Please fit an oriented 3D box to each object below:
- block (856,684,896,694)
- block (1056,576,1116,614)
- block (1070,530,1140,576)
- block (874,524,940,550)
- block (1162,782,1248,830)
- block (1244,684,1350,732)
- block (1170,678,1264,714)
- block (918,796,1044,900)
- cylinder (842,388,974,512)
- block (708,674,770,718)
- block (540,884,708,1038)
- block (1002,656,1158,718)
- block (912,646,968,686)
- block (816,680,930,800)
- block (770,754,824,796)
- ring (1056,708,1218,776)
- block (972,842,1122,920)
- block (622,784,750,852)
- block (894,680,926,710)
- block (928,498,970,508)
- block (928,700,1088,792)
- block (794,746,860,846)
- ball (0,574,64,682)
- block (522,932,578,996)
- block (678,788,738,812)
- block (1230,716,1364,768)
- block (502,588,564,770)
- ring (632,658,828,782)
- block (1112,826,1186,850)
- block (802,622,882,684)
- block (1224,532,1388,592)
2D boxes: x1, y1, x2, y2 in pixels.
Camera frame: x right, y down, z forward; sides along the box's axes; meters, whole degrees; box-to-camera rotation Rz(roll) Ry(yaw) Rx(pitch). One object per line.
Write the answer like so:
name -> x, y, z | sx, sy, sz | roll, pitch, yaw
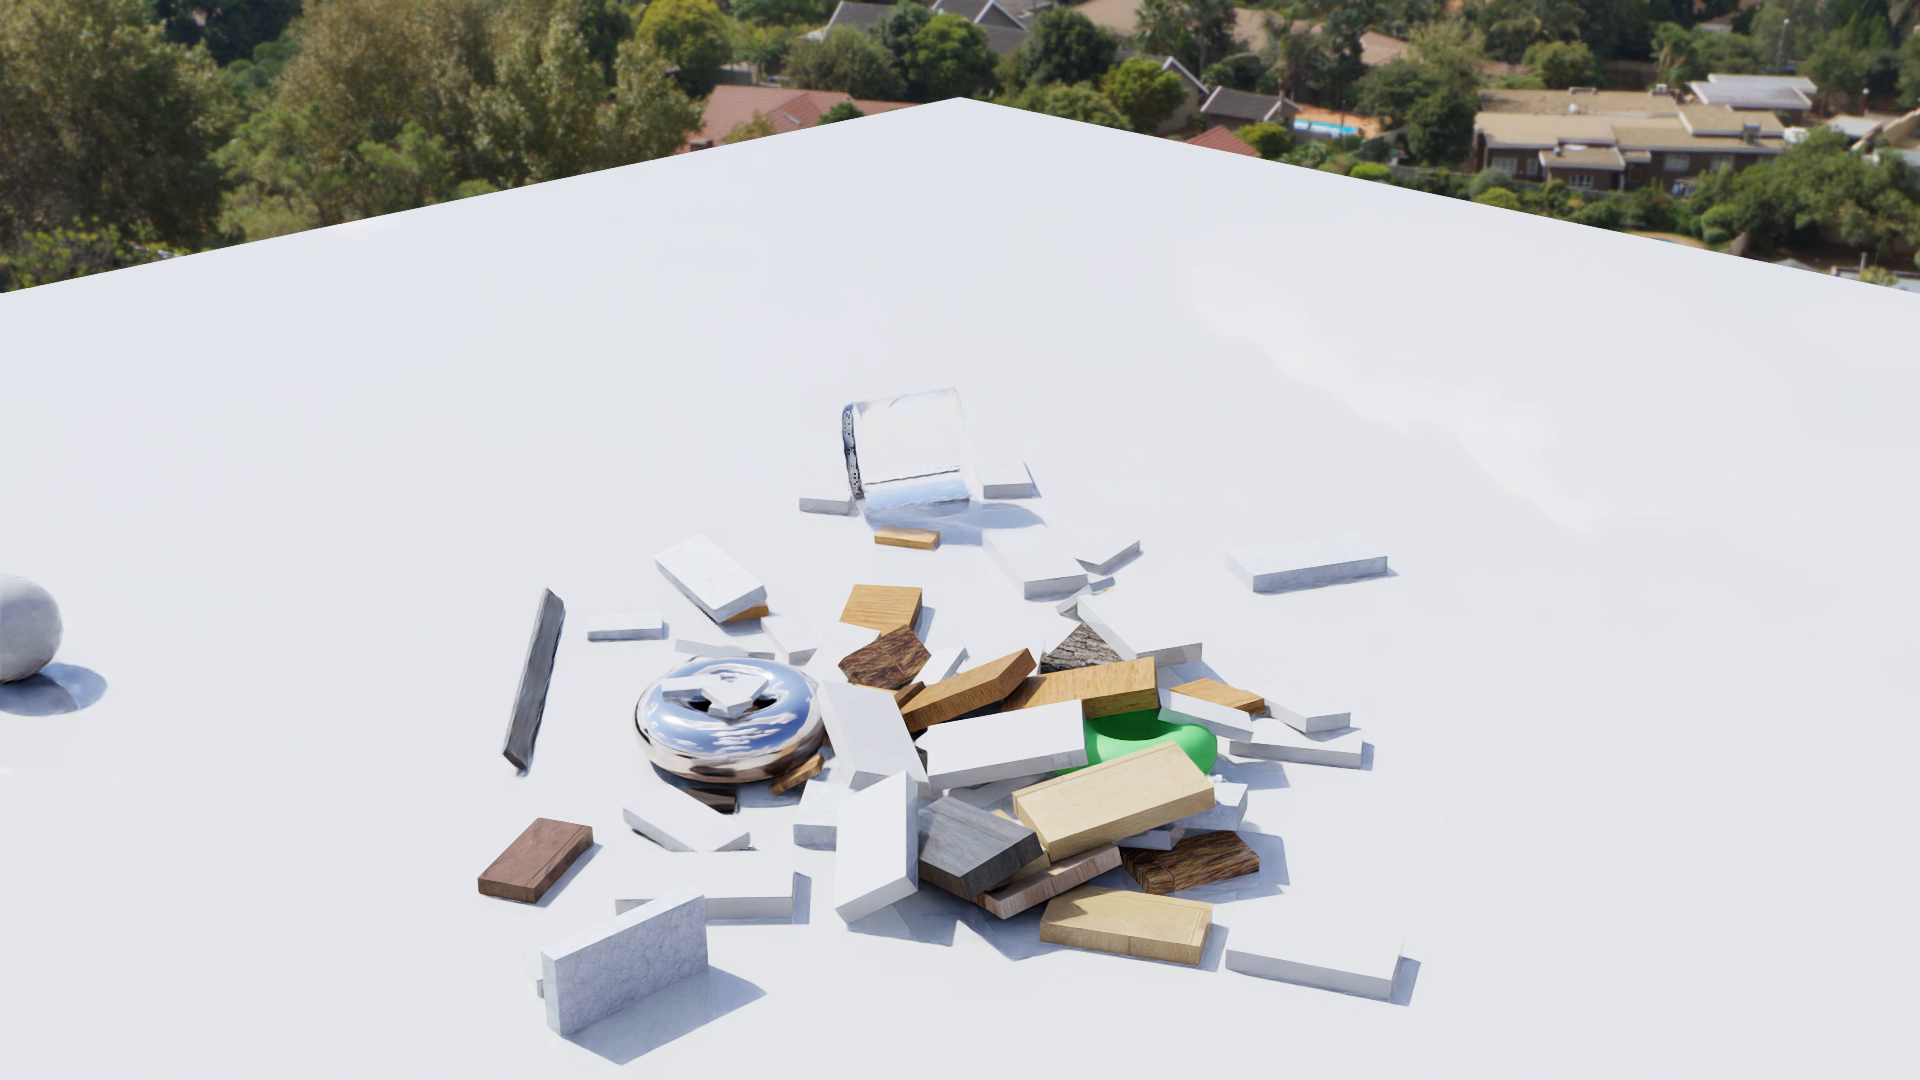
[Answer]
block -> -0.174, 0.352, 4.859 | 0.117, 0.017, 0.059 | 11, 31, -13
block -> 0.303, 0.134, 5.295 | 0.077, 0.022, 0.155 | -17, -12, -35
block -> 0.368, 0.032, 5.648 | 0.101, 0.029, 0.202 | 15, 27, 32
block -> -0.138, -0.007, 5.748 | 0.155, 0.022, 0.077 | 7, 24, 16
block -> 0.384, 0.517, 4.340 | 0.346, 0.049, 0.173 | 2, 8, 14
block -> 0.733, 0.365, 4.798 | 0.117, 0.033, 0.235 | -4, 14, -27
block -> 0.566, 0.351, 4.849 | 0.101, 0.029, 0.208 | -14, 16, -29
block -> -0.006, 0.579, 4.170 | 0.173, 0.049, 0.347 | -28, 18, -24
cylinder -> -0.137, -0.240, 5.889 | 0.296, 0.296, 0.296 | -8, 22, 7
block -> -0.462, 0.327, 4.605 | 0.063, 0.018, 0.169 | 6, 22, 18
block -> -0.581, 0.732, 3.838 | 0.310, 0.155, 0.044 | -19, 30, -38
block -> 0.254, 0.324, 4.635 | 0.321, 0.046, 0.161 | -10, 20, 8
block -> -0.048, 0.295, 4.975 | 0.078, 0.022, 0.156 | -9, 26, 31
block -> -0.185, 0.412, 4.558 | 0.163, 0.046, 0.327 | 12, 26, -24
block -> -0.336, 0.483, 4.525 | 0.117, 0.017, 0.058 | -28, 17, 17
ring -> 0.357, 0.427, 4.603 | 0.363, 0.121, 0.363 | 0, 22, 0
block -> 0.159, 0.628, 4.144 | 0.262, 0.037, 0.131 | -21, 16, -23
block -> -0.543, 0.566, 4.356 | 0.240, 0.034, 0.120 | 24, 33, 35
block -> -0.129, 0.348, 4.820 | 0.059, 0.017, 0.117 | -22, 10, 37
block -> -0.071, -0.150, 6.075 | 0.111, 0.031, 0.222 | -10, 25, -22
block -> 0.097, 0.420, 4.507 | 0.324, 0.044, 0.155 | -11, 35, 8
block -> -0.230, 0.520, 4.477 | 0.163, 0.046, 0.327 | 2, 23, 5
ball -> -2.160, 0.200, 4.980 | 0.242, 0.242, 0.242 | 0, 23, 0
block -> -0.656, 0.747, 3.956 | 0.240, 0.034, 0.120 | -9, 25, -21
block -> -0.521, 0.531, 4.487 | 0.125, 0.018, 0.063 | 0, 23, 1
block -> 0.720, 0.430, 4.705 | 0.275, 0.033, 0.117 | 5, 23, 11
block -> -0.963, 0.300, 4.984 | 0.017, 0.059, 0.826 | -41, 20, 12
ring -> -0.484, 0.380, 4.686 | 0.428, 0.143, 0.428 | 0, 22, 0
block -> 0.299, 0.563, 4.318 | 0.262, 0.037, 0.131 | 3, 8, 18
block -> -0.274, 0.274, 5.003 | 0.111, 0.031, 0.222 | 12, 39, 18
block -> 0.876, 0.055, 5.572 | 0.375, 0.046, 0.161 | -8, 24, -18
